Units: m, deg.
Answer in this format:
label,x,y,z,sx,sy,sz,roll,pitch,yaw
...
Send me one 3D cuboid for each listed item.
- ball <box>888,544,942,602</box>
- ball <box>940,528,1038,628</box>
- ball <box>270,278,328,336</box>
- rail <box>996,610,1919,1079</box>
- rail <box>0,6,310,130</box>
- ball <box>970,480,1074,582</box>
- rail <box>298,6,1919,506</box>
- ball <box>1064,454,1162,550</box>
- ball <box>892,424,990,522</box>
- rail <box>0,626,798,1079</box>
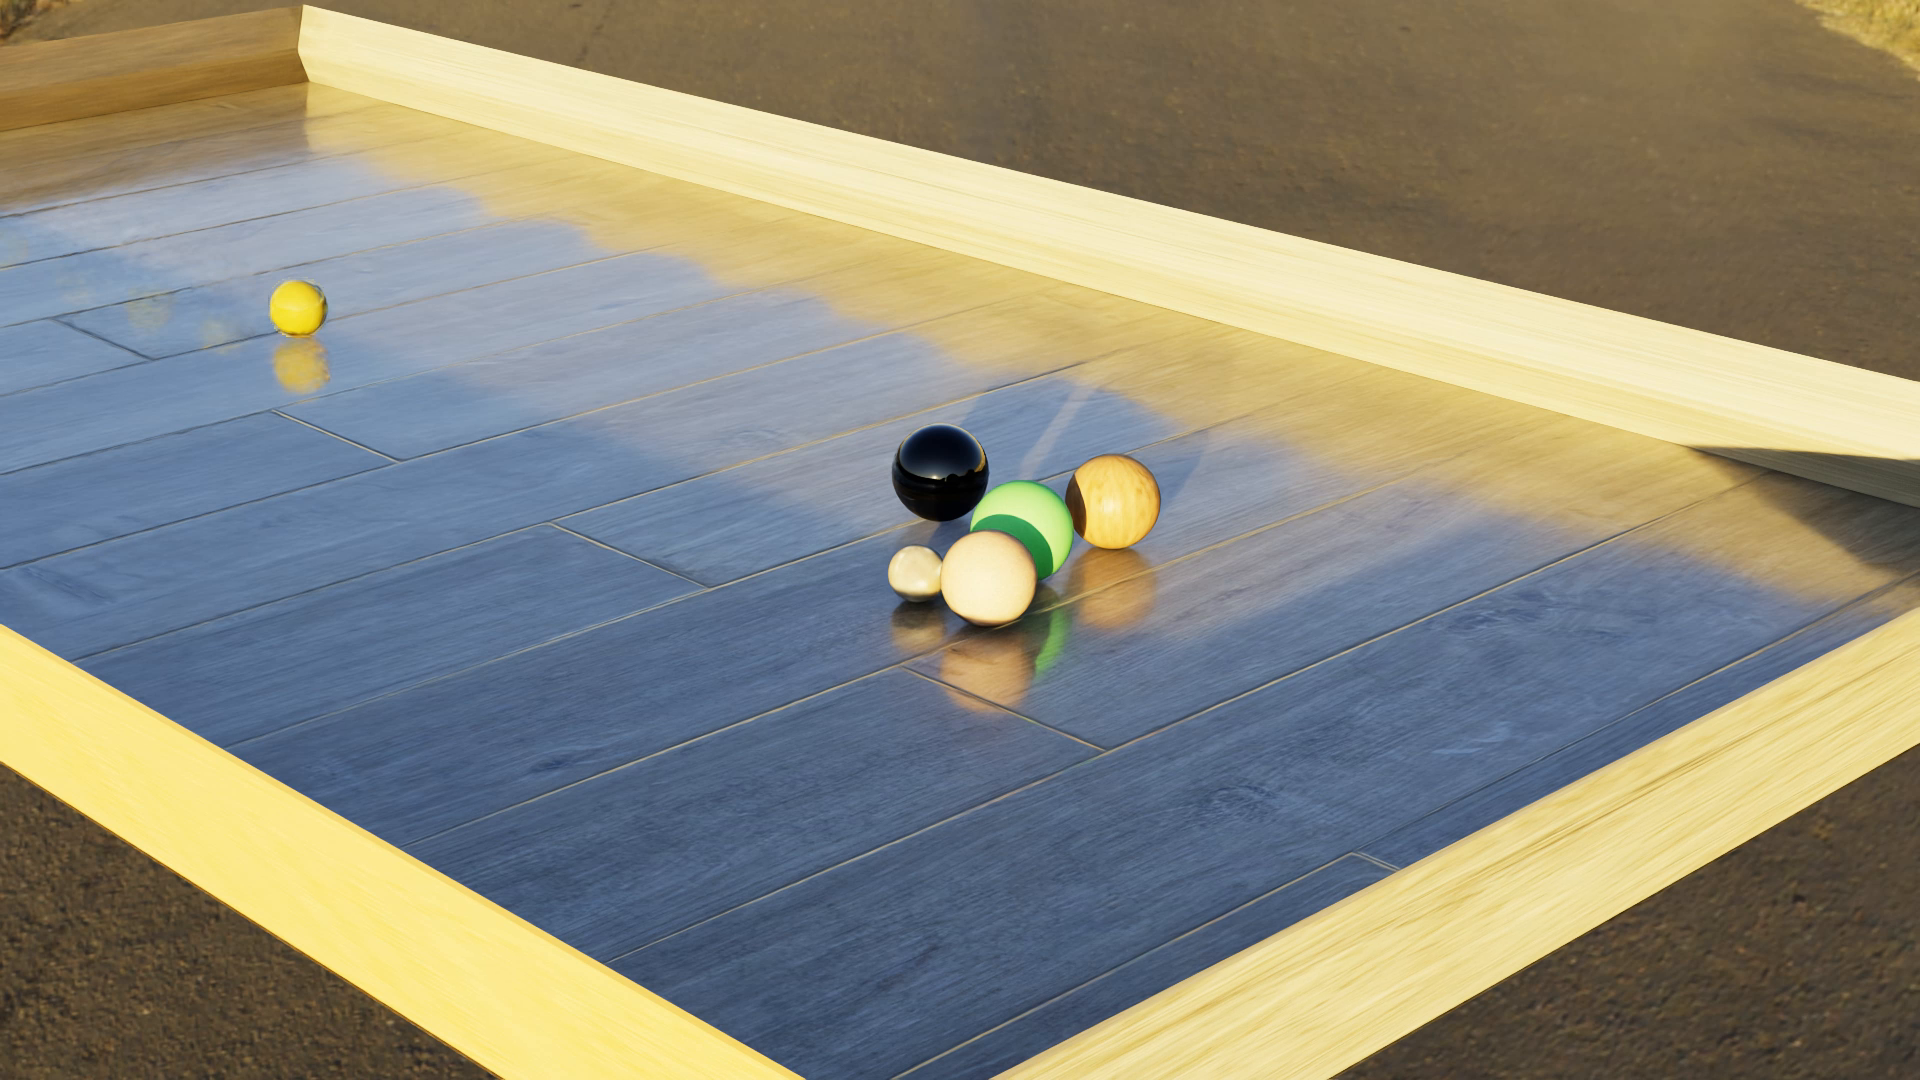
label,x,y,z,sx,sy,sz,roll,pitch,yaw
ball,-0.039,0.030,2.664,0.053,0.053,0.053,0,20,0
ball,0.026,0.034,2.606,0.087,0.087,0.087,0,20,0
ball,-0.778,-0.273,3.461,0.067,0.067,0.067,0,20,0
rail,0.540,0.174,2.170,1.651,0.125,0.045,-19,27,-41
rail,-1.652,-0.614,4.292,1.651,0.125,0.045,-19,27,-41
ball,0.057,-0.007,2.704,0.096,0.096,0.096,0,20,0
rail,0.020,-0.414,3.754,0.045,0.125,3.198,-19,27,-41
ball,0.145,-0.037,2.790,0.091,0.091,0.091,0,20,0
ball,-0.019,-0.066,2.861,0.096,0.096,0.096,0,20,0
rail,-1.132,-0.025,2.708,0.045,0.125,3.198,-19,27,-41
